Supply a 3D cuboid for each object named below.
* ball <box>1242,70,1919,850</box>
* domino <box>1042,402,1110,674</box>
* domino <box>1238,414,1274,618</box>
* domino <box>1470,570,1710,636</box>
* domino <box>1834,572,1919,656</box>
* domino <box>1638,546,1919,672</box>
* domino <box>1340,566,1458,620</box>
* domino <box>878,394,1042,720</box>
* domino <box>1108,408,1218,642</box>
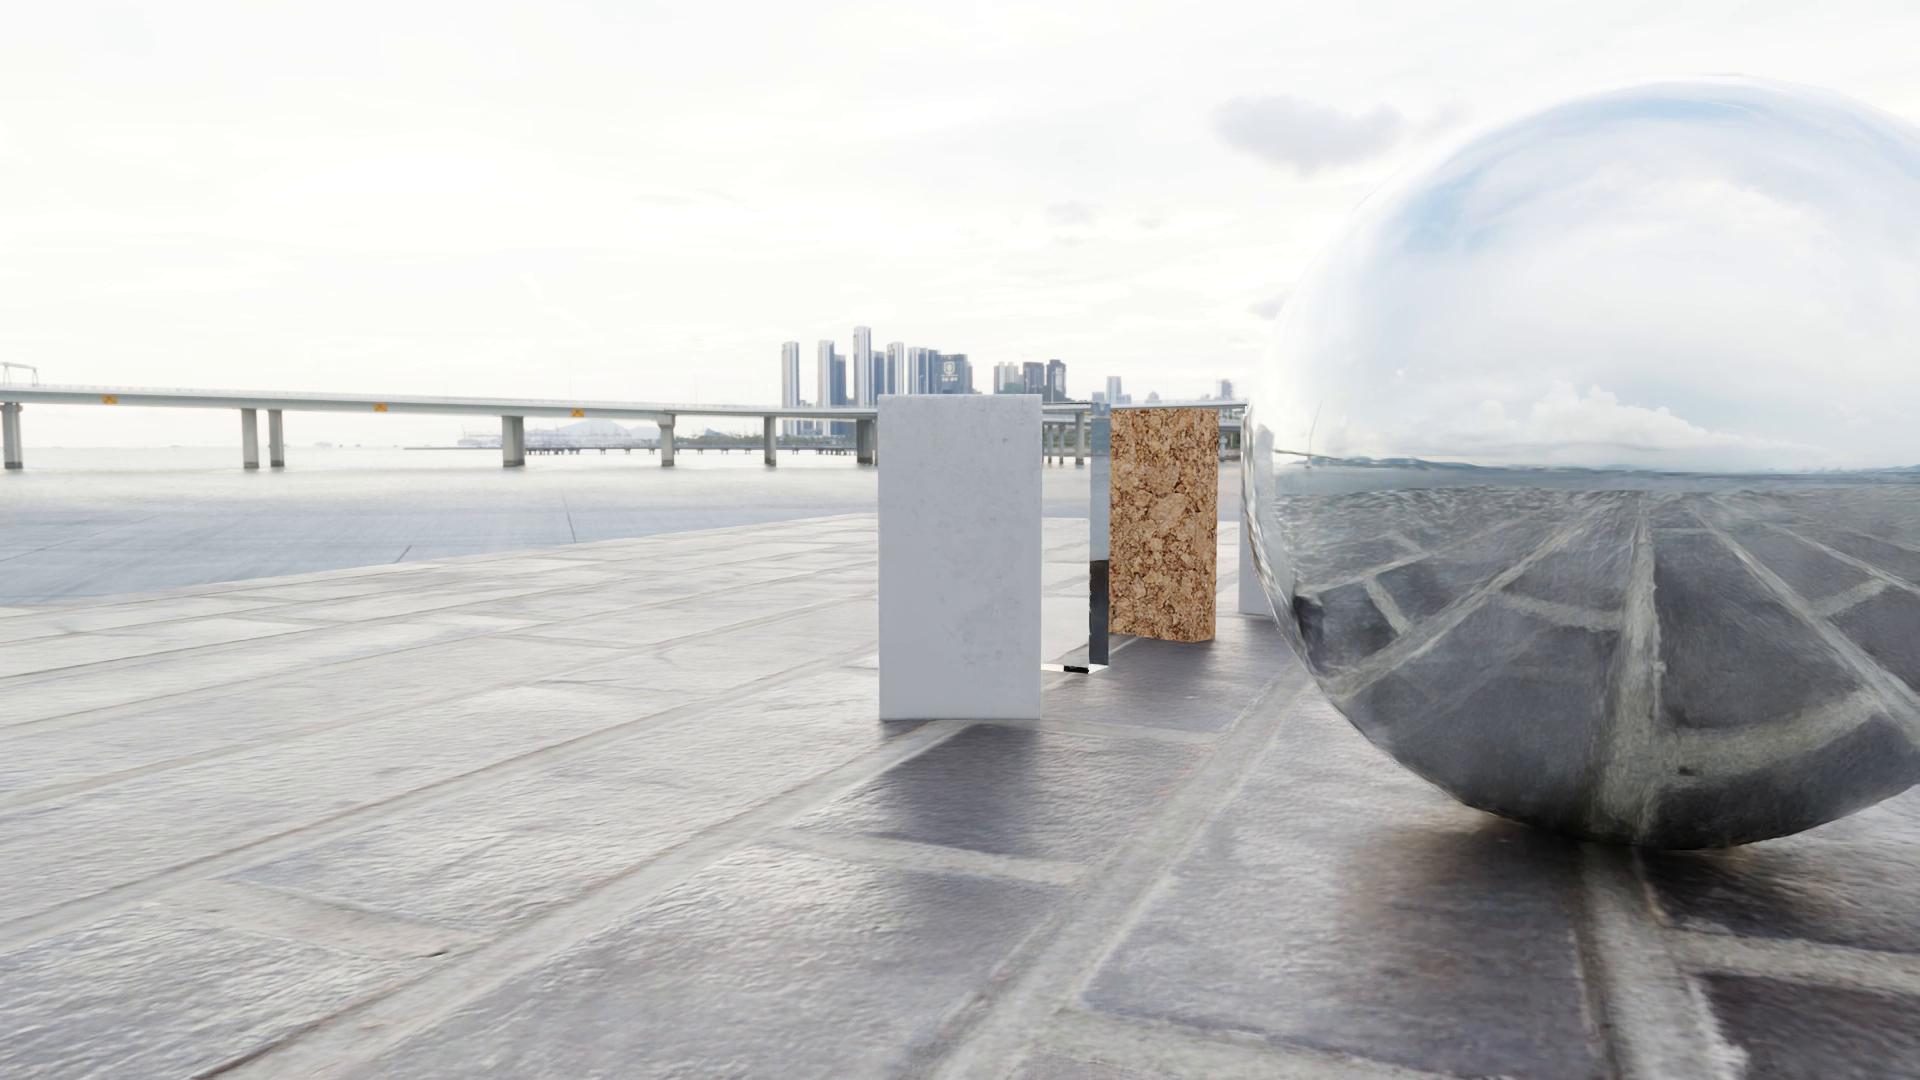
[{"bbox_3d":[0.071,-0.008,0.138,0.080,0.080,0.080,0,4,0],"label":"ball"},{"bbox_3d":[0.015,-0.001,0.246,0.025,0.050,0.009,2,5,29],"label":"domino"},{"bbox_3d":[0.081,-0.006,0.314,0.010,0.050,0.025,-3,5,-31],"label":"domino"},{"bbox_3d":[0.151,0.015,0.310,0.025,0.010,0.050,-1,4,-17],"label":"domino"},{"bbox_3d":[0.180,0.017,0.216,0.025,0.009,0.050,-1,15,-12],"label":"domino"},{"bbox_3d":[0.169,0.013,0.265,0.025,0.010,0.050,-1,16,-12],"label":"domino"},{"bbox_3d":[0.101,0.013,0.334,0.050,0.009,0.025,2,5,30],"label":"domino"},{"bbox_3d":[0.000,0.002,0.201,0.025,0.050,0.009,0,4,0],"label":"domino"},{"bbox_3d":[0.044,-0.004,0.285,0.025,0.050,0.009,4,6,44],"label":"domino"}]
